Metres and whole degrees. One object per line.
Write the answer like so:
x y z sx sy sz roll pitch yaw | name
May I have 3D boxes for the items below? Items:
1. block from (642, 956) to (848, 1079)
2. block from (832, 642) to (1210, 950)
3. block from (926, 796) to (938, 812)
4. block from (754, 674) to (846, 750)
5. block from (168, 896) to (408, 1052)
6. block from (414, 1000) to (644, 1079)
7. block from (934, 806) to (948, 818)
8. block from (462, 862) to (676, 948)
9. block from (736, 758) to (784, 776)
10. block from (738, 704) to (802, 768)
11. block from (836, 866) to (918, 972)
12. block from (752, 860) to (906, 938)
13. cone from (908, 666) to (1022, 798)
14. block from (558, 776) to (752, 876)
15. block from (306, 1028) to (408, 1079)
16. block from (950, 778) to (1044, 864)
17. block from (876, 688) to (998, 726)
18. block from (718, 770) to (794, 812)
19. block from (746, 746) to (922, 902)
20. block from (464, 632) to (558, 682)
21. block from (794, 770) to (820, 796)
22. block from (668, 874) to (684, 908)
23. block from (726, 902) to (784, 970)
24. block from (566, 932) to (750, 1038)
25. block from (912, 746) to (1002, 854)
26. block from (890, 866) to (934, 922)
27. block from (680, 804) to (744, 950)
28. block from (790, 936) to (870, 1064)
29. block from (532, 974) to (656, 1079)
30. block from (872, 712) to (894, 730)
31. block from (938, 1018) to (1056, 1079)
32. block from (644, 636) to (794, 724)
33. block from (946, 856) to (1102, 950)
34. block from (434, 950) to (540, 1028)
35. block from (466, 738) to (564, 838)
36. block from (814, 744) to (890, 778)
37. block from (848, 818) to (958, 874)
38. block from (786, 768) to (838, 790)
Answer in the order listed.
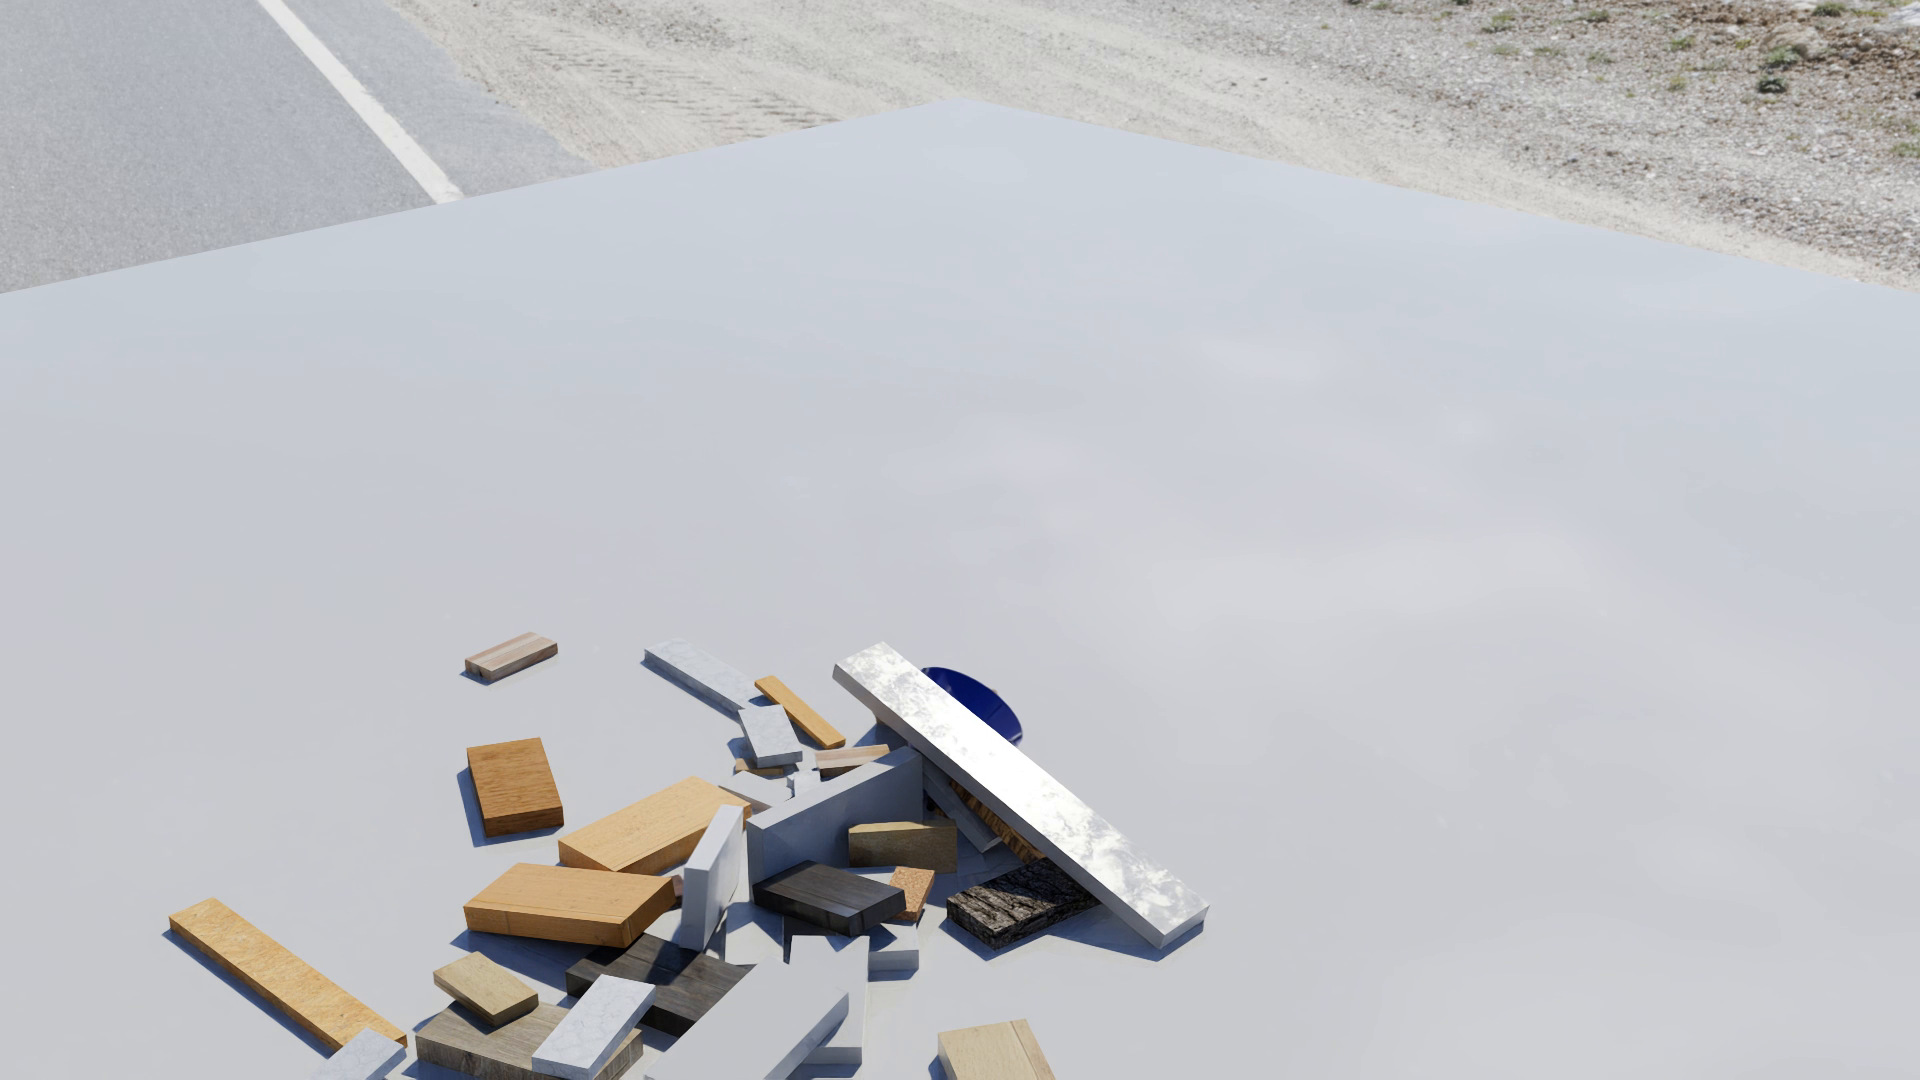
-0.349 0.831 3.638 0.170 0.048 0.339 18 34 26 | block
0.102 0.476 4.249 0.886 0.039 0.136 37 40 29 | block
-0.039 0.500 4.456 0.014 0.099 0.049 33 38 33 | block
-0.350 0.375 4.796 0.049 0.014 0.275 -18 39 -36 | block
-1.199 0.777 3.896 0.632 0.026 0.091 20 30 39 | block
-0.724 0.849 3.699 0.339 0.048 0.170 10 25 22 | block
0.004 0.551 4.443 0.099 0.014 0.050 15 27 32 | block
-0.718 0.670 4.048 0.347 0.049 0.174 1 20 26 | block
-0.421 0.476 4.621 0.099 0.014 0.049 -1 23 -3 | block
-0.405 0.417 4.688 0.097 0.027 0.193 -7 28 -16 | block
-0.157 0.698 4.065 0.144 0.041 0.287 -2 23 -5 | block
-0.241 0.655 4.029 0.136 0.039 0.273 -20 19 -41 | block
-0.049 0.450 4.548 0.266 0.266 0.266 14 53 30 | cone
-0.599 0.577 4.339 0.174 0.049 0.347 20 30 38 | block
-1.007 0.881 3.608 0.091 0.026 0.182 15 38 32 | block
0.109 0.532 4.331 0.125 0.035 0.250 -22 56 -41 | block
-0.053 0.358 4.727 0.287 0.144 0.041 9 49 20 | block
-0.413 0.519 4.509 0.154 0.022 0.077 16 28 34 | block
-0.236 0.550 4.241 0.049 0.174 0.410 21 31 41 | block
-1.038 0.269 5.092 0.097 0.027 0.193 18 29 36 | block
-0.312 0.506 4.493 0.054 0.015 0.107 -2 23 -5 | block
-0.585 0.674 4.146 0.146 0.021 0.073 -12 26 -26 | block
-0.374 0.727 4.010 0.103 0.029 0.206 -2 23 -4 | block
-0.503 0.784 3.850 0.339 0.048 0.170 13 26 28 | block
0.008 0.497 4.383 0.125 0.035 0.250 -26 64 -43 | block
-0.099 0.656 4.083 0.073 0.021 0.146 5 23 11 | block
-0.455 0.617 4.049 0.044 0.154 0.309 7 15 5 | block
-0.231 0.790 3.796 0.136 0.039 0.273 0 32 1 | block
-0.610 0.815 3.679 0.103 0.029 0.247 8 24 17 | block
-0.044 0.378 4.417 0.125 0.035 0.250 -21 43 -41 | block
0.077 0.899 3.587 0.154 0.044 0.309 -6 24 -14 | block
-0.538 0.323 4.965 0.097 0.027 0.482 -19 29 -37 | block
0.132 0.672 4.125 0.287 0.041 0.144 -17 28 -35 | block
-0.816 0.772 3.785 0.182 0.026 0.091 21 31 40 | block
-0.915 0.505 4.515 0.154 0.044 0.309 -7 24 -17 | block
-0.222 0.461 4.590 0.154 0.022 0.077 -5 23 -11 | block
-0.110 0.594 4.228 0.206 0.103 0.029 -3 23 -6 | block
-0.273 0.495 4.565 0.154 0.022 0.077 -14 27 -29 | block
